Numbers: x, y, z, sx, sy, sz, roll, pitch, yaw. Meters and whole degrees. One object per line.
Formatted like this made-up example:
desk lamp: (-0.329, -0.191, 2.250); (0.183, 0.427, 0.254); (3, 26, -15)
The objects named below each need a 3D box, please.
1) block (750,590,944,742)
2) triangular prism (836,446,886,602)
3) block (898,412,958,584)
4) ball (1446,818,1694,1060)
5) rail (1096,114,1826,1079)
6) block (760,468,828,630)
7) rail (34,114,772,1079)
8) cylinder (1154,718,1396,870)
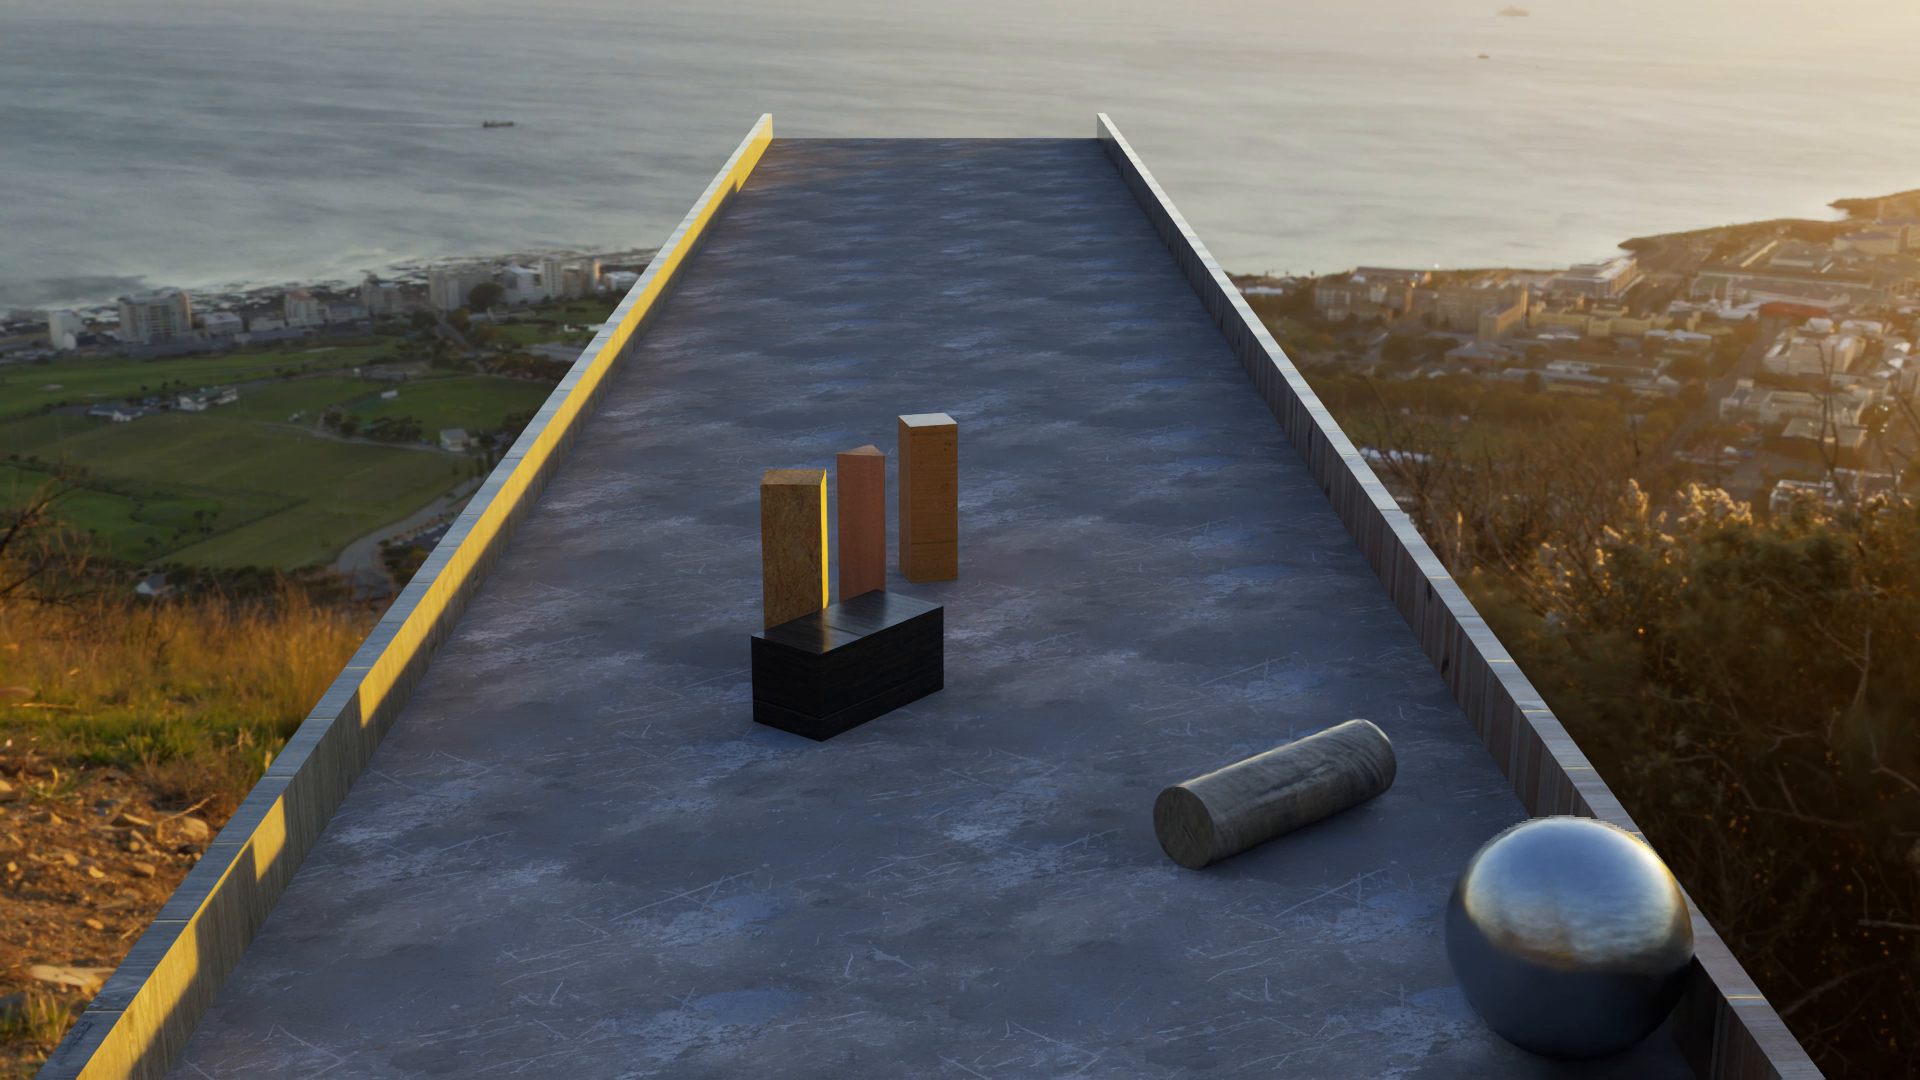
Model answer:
block: (-0.208, 0.231, 4.152); (0.169, 0.169, 0.356); (13, 21, 36)
triangular prism: (-0.198, -0.017, 4.657); (0.101, 0.358, 0.087); (3, 17, 11)
block: (-0.072, -0.094, 4.913); (0.108, 0.359, 0.108); (-5, 17, -15)
ball: (0.803, 0.525, 2.906); (0.316, 0.316, 0.316); (0, 17, 0)
rail: (0.932, -0.844, 7.801); (0.050, 0.150, 12.000); (0, 17, -1)
block: (-0.328, 0.055, 4.381); (0.118, 0.376, 0.118); (0, 17, 1)
rail: (-1.118, -0.838, 7.780); (0.050, 0.150, 12.000); (0, 17, -1)
cylinder: (0.521, 0.412, 3.606); (0.447, 0.135, 0.135); (-14, 22, -39)
